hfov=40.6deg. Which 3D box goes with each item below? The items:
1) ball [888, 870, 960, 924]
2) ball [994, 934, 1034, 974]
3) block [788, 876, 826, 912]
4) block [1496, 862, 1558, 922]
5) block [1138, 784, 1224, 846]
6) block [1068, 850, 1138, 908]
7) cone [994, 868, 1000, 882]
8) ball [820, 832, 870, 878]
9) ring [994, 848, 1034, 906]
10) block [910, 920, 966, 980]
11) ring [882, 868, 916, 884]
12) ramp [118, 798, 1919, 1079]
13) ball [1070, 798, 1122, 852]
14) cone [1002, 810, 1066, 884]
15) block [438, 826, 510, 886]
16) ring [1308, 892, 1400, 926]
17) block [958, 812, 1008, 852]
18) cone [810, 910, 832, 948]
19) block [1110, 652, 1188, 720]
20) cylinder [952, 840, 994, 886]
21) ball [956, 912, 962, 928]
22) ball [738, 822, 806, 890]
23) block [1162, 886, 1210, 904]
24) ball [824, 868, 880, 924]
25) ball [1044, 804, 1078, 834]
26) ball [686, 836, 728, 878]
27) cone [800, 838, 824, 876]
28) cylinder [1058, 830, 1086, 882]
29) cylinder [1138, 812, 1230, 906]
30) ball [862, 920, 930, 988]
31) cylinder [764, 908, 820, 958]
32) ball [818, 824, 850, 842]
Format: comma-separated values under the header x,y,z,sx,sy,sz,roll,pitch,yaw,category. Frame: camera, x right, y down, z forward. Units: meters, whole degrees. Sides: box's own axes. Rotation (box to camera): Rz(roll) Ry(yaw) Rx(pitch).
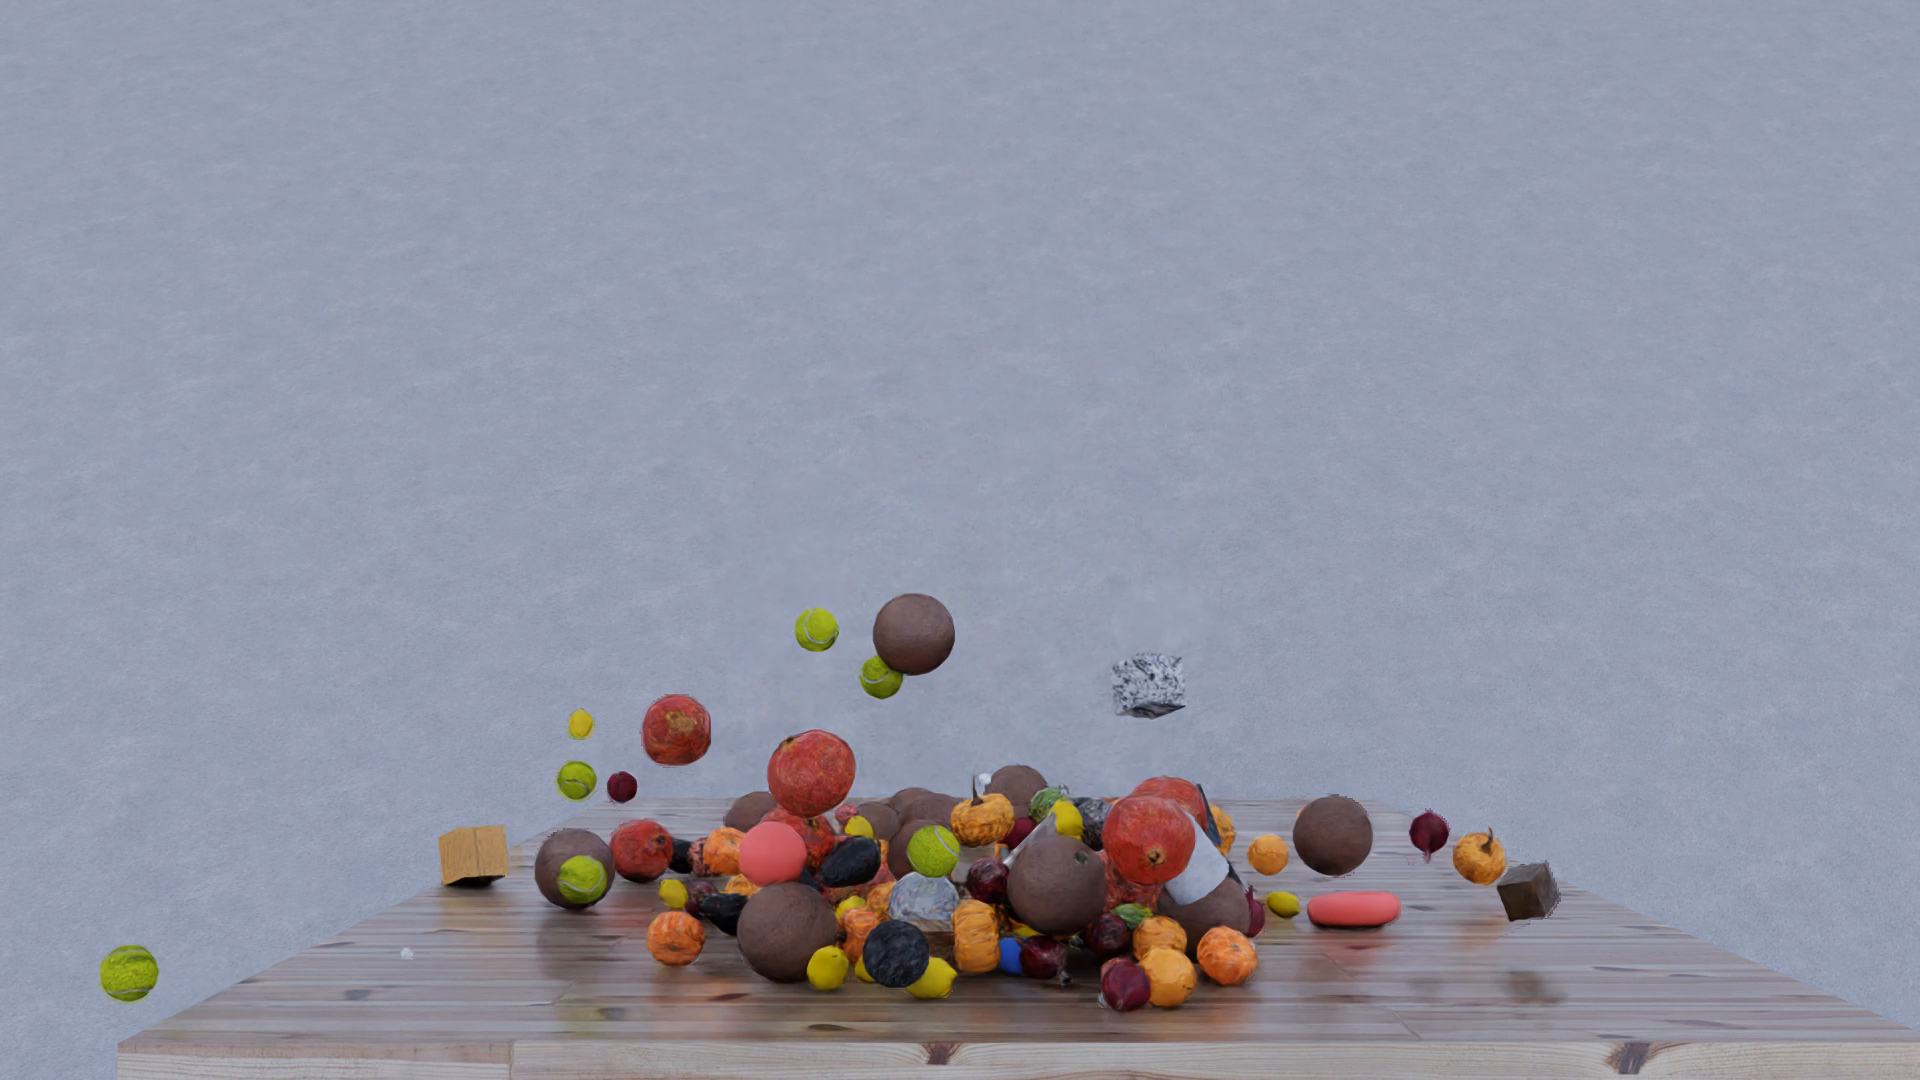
x,y,z,sx,sy,sz,roll,pitch,yaw,category
-0.048,0.488,3.458,0.097,0.097,0.097,0,35,0,ball
0.070,0.541,3.393,0.053,0.053,0.053,0,35,0,ball
-0.242,0.560,4.110,0.054,0.054,0.054,-1,-2,6,block
0.814,0.504,3.725,0.057,0.057,0.057,-15,13,37,block
0.316,0.411,3.735,0.091,0.091,0.091,-20,82,-2,block
0.234,0.553,4.249,0.086,0.086,0.086,1,-2,-20,block
0.074,0.576,4.566,0.053,0.053,0.053,-15,34,10,cone
-0.205,0.563,4.599,0.089,0.089,0.089,0,35,0,ball
0.087,0.548,4.222,0.035,0.106,0.106,-29,38,1,ring
-0.036,0.533,3.379,0.064,0.064,0.064,1,4,-25,block
-0.098,0.594,4.585,0.078,0.026,0.078,0,-3,0,ring
0.078,0.666,4.841,2.000,0.100,4.000,0,-2,0,ramp
0.208,0.433,3.947,0.079,0.079,0.079,0,35,0,ball
0.112,0.402,3.474,0.092,0.092,0.092,19,-5,2,cone
-0.851,0.553,4.547,0.087,0.087,0.087,1,73,-35,block
0.600,0.564,3.968,0.140,0.047,0.140,-3,-5,0,ring
0.045,0.576,5.031,0.090,0.090,0.090,0,-2,3,block
-0.218,0.549,3.662,0.052,0.052,0.052,32,12,37,cone
0.308,0.238,4.238,0.083,0.083,0.083,10,66,-37,block
0.019,0.459,3.678,0.060,0.060,0.060,2,79,2,cylinder
-0.031,0.538,3.676,0.068,0.068,0.068,0,35,0,ball
-0.248,0.417,3.433,0.090,0.090,0.090,0,35,0,ball
0.372,0.565,4.289,0.066,0.066,0.066,-1,-2,17,block
-0.163,0.538,3.928,0.084,0.084,0.084,0,35,0,ball
0.198,0.538,4.904,0.082,0.082,0.082,0,35,0,ball
-0.455,0.573,4.687,0.075,0.075,0.075,0,35,0,ball
-0.274,0.591,4.660,0.083,0.083,0.083,5,26,8,cone
0.189,0.555,4.529,0.078,0.078,0.078,-14,62,29,cylinder
0.291,0.415,3.380,0.085,0.085,0.085,-36,10,7,cylinder
-0.077,0.502,3.146,0.082,0.082,0.082,0,35,0,ball
-0.234,0.544,3.606,0.062,0.062,0.062,-15,4,-20,cylinder
-0.244,0.589,5.057,0.068,0.068,0.068,0,35,0,ball
